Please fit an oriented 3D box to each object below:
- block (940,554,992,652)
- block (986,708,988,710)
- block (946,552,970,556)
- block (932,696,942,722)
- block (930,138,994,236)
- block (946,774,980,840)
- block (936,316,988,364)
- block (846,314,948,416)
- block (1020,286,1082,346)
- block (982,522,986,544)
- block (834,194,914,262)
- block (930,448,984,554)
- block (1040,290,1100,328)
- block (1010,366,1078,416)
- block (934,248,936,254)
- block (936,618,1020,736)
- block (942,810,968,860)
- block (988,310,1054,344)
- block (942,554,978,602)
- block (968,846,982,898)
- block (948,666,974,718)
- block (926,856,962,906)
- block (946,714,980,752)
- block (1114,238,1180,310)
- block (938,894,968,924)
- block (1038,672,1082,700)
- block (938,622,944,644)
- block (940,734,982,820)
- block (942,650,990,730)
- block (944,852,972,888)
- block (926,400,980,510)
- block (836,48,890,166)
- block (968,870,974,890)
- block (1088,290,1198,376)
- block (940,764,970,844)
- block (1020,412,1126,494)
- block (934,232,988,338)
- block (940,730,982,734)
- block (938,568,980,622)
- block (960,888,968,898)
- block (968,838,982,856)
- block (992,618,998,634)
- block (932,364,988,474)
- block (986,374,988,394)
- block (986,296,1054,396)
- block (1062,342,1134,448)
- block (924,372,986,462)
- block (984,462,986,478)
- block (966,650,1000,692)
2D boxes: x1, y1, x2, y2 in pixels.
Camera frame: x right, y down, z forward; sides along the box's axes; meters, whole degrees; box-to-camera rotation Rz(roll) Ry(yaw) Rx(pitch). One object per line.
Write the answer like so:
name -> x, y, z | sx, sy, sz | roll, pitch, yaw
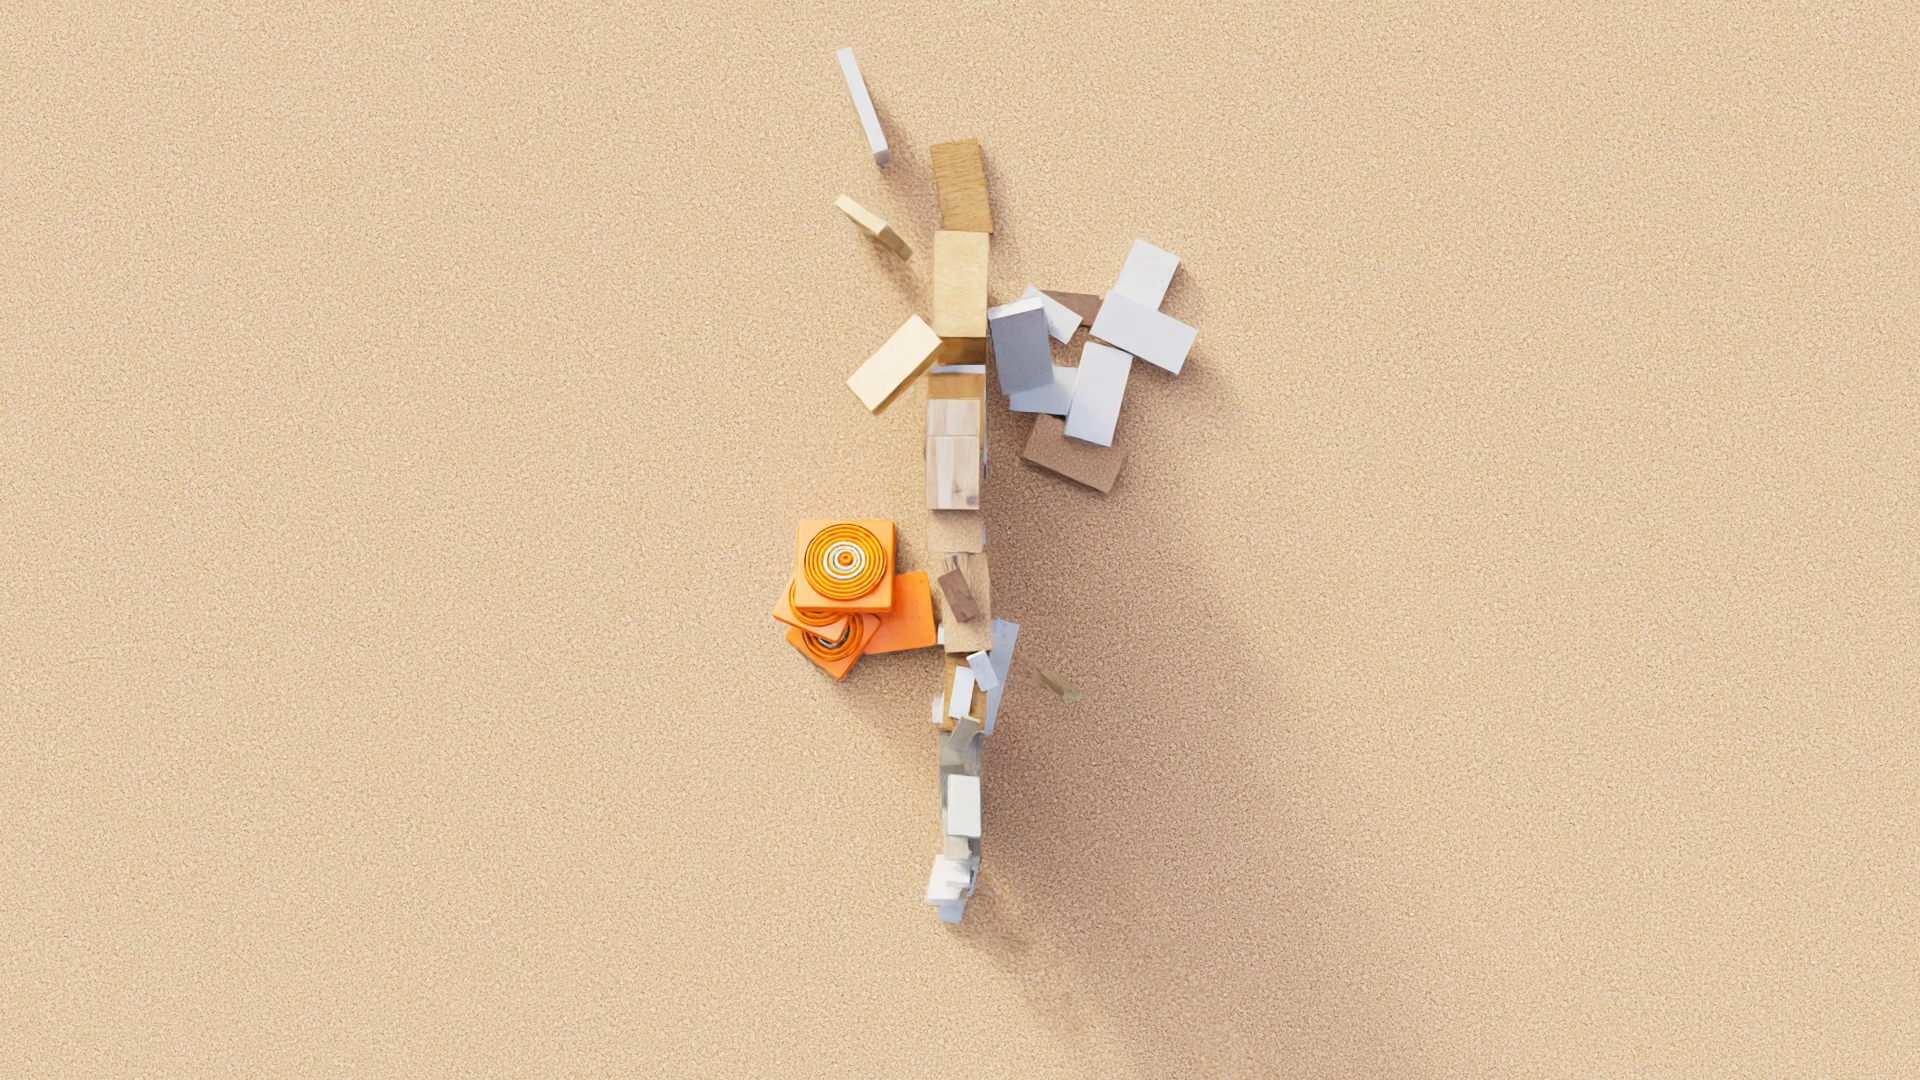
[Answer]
block -> 0.018, 0.183, 4.796 | 0.139, 0.039, 0.278 | -3, 89, 0
block -> 0.016, 0.507, 4.973 | 0.124, 0.248, 0.035 | 4, 91, 0
block -> -0.002, -0.001, 5.298 | 0.095, 0.027, 0.189 | -5, 90, 0
block -> 0.002, 0.546, 5.324 | 0.176, 0.353, 0.050 | 0, 90, 0
block -> 0.005, -1.161, 5.477 | 0.160, 0.045, 0.319 | -10, 90, 0
block -> 0.011, 0.819, 5.067 | 0.096, 0.027, 0.192 | 8, 60, -17
block -> 0.005, -0.648, 5.336 | 0.163, 0.326, 0.046 | 0, 77, 0
block -> -0.196, -0.543, 5.116 | 0.305, 0.043, 0.153 | -44, 57, 5
block -> 0.290, -0.743, 5.456 | 0.207, 0.029, 0.103 | 32, 90, 0
block -> -0.002, -0.021, 5.048 | 0.151, 0.470, 0.043 | -1, 94, 0
block -> -0.279, -1.010, 5.336 | 0.043, 0.305, 0.153 | -49, 133, 1
block -> -0.010, -0.115, 4.791 | 0.151, 0.043, 0.302 | 2, 90, 0
block -> 0.352, -0.770, 5.485 | 0.214, 0.029, 0.104 | 6, 90, 0
block -> 0.328, -0.495, 5.478 | 0.316, 0.045, 0.158 | 5, 90, 0
block -> 0.003, -0.861, 5.336 | 0.163, 0.326, 0.046 | -1, 79, 0
block -> 0.055, 0.411, 5.122 | 0.176, 0.050, 0.353 | 15, 90, 0
block -> -0.014, 0.906, 5.074 | 0.076, 0.022, 0.153 | -3, 73, 4
block -> 0.200, -0.693, 5.442 | 0.207, 0.029, 0.104 | -40, 97, 22
block -> -0.001, 0.116, 4.768 | 0.072, 0.020, 0.144 | -14, 89, 0
block -> 0.005, 1.085, 5.435 | 0.101, 0.029, 0.203 | 9, 121, 0
block -> 0.007, 0.444, 4.805 | 0.057, 0.016, 0.148 | 10, 90, 0
block -> -0.041, 1.061, 5.145 | 0.096, 0.192, 0.027 | 2, 122, 9
block -> 0.011, 0.562, 4.810 | 0.057, 0.016, 0.114 | 21, 120, -10
block -> 0.592, -0.820, 5.477 | 0.160, 0.045, 0.320 | 24, 90, 0
block -> -0.022, 1.202, 5.451 | 0.075, 0.021, 0.149 | 11, 121, 0
block -> 0.318, 0.468, 5.282 | 0.072, 0.144, 0.020 | 12, 104, -37
block -> 0.020, 0.305, 5.324 | 0.176, 0.353, 0.050 | 4, 90, 0
block -> 0.002, 0.748, 5.204 | 0.135, 0.038, 0.271 | 0, 93, 0
block -> 0.018, 0.427, 4.831 | 0.124, 0.035, 0.248 | 4, 90, 0
block -> -0.004, 1.019, 5.111 | 0.075, 0.149, 0.021 | 3, 118, 2
block -> -0.021, -0.246, 4.747 | 0.153, 0.043, 0.313 | 1, 90, 0
block -> -0.316, -1.421, 5.413 | 0.049, 0.175, 0.349 | -20, 90, 0
block -> -0.007, 1.142, 5.441 | 0.075, 0.021, 0.149 | 13, 122, -2
block -> 0.603, -0.683, 5.432 | 0.320, 0.045, 0.160 | 25, 90, -1
block -> -0.018, 0.822, 5.122 | 0.076, 0.022, 0.247 | -6, 74, 4
block -> 0.375, -0.288, 5.455 | 0.316, 0.045, 0.158 | 23, 90, -8
block -> 0.002, -0.795, 5.149 | 0.163, 0.046, 0.326 | 1, 90, 0
block -> 0.002, 0.656, 5.365 | 0.135, 0.271, 0.038 | 0, 90, 0
block -> -0.004, 0.159, 4.747 | 0.072, 0.020, 0.144 | -25, 89, 0
block -> -0.026, 1.119, 5.305 | 0.096, 0.192, 0.027 | 7, 86, 0
block -> 0.005, 0.910, 5.190 | 0.101, 0.029, 0.203 | -7, 118, 3
block -> 0.038, 0.249, 4.958 | 0.139, 0.278, 0.039 | 6, 89, 0
block -> -0.003, -0.374, 5.140 | 0.168, 0.048, 0.336 | -1, 90, 0
block -> 0.004, -0.497, 5.332 | 0.168, 0.336, 0.048 | 1, 90, 0
block -> 0.197, -0.621, 5.303 | 0.175, 0.349, 0.049 | -13, 52, 0
block -> 0.452, -0.477, 5.422 | 0.158, 0.045, 0.316 | 15, 85, -9
block -> -0.015, -0.372, 4.968 | 0.175, 0.365, 0.049 | 2, 134, 0
block -> 0.001, -0.214, 4.964 | 0.151, 0.302, 0.043 | 2, 94, 0
block -> 0.067, 0.380, 4.785 | 0.057, 0.016, 0.114 | -23, 111, 0
